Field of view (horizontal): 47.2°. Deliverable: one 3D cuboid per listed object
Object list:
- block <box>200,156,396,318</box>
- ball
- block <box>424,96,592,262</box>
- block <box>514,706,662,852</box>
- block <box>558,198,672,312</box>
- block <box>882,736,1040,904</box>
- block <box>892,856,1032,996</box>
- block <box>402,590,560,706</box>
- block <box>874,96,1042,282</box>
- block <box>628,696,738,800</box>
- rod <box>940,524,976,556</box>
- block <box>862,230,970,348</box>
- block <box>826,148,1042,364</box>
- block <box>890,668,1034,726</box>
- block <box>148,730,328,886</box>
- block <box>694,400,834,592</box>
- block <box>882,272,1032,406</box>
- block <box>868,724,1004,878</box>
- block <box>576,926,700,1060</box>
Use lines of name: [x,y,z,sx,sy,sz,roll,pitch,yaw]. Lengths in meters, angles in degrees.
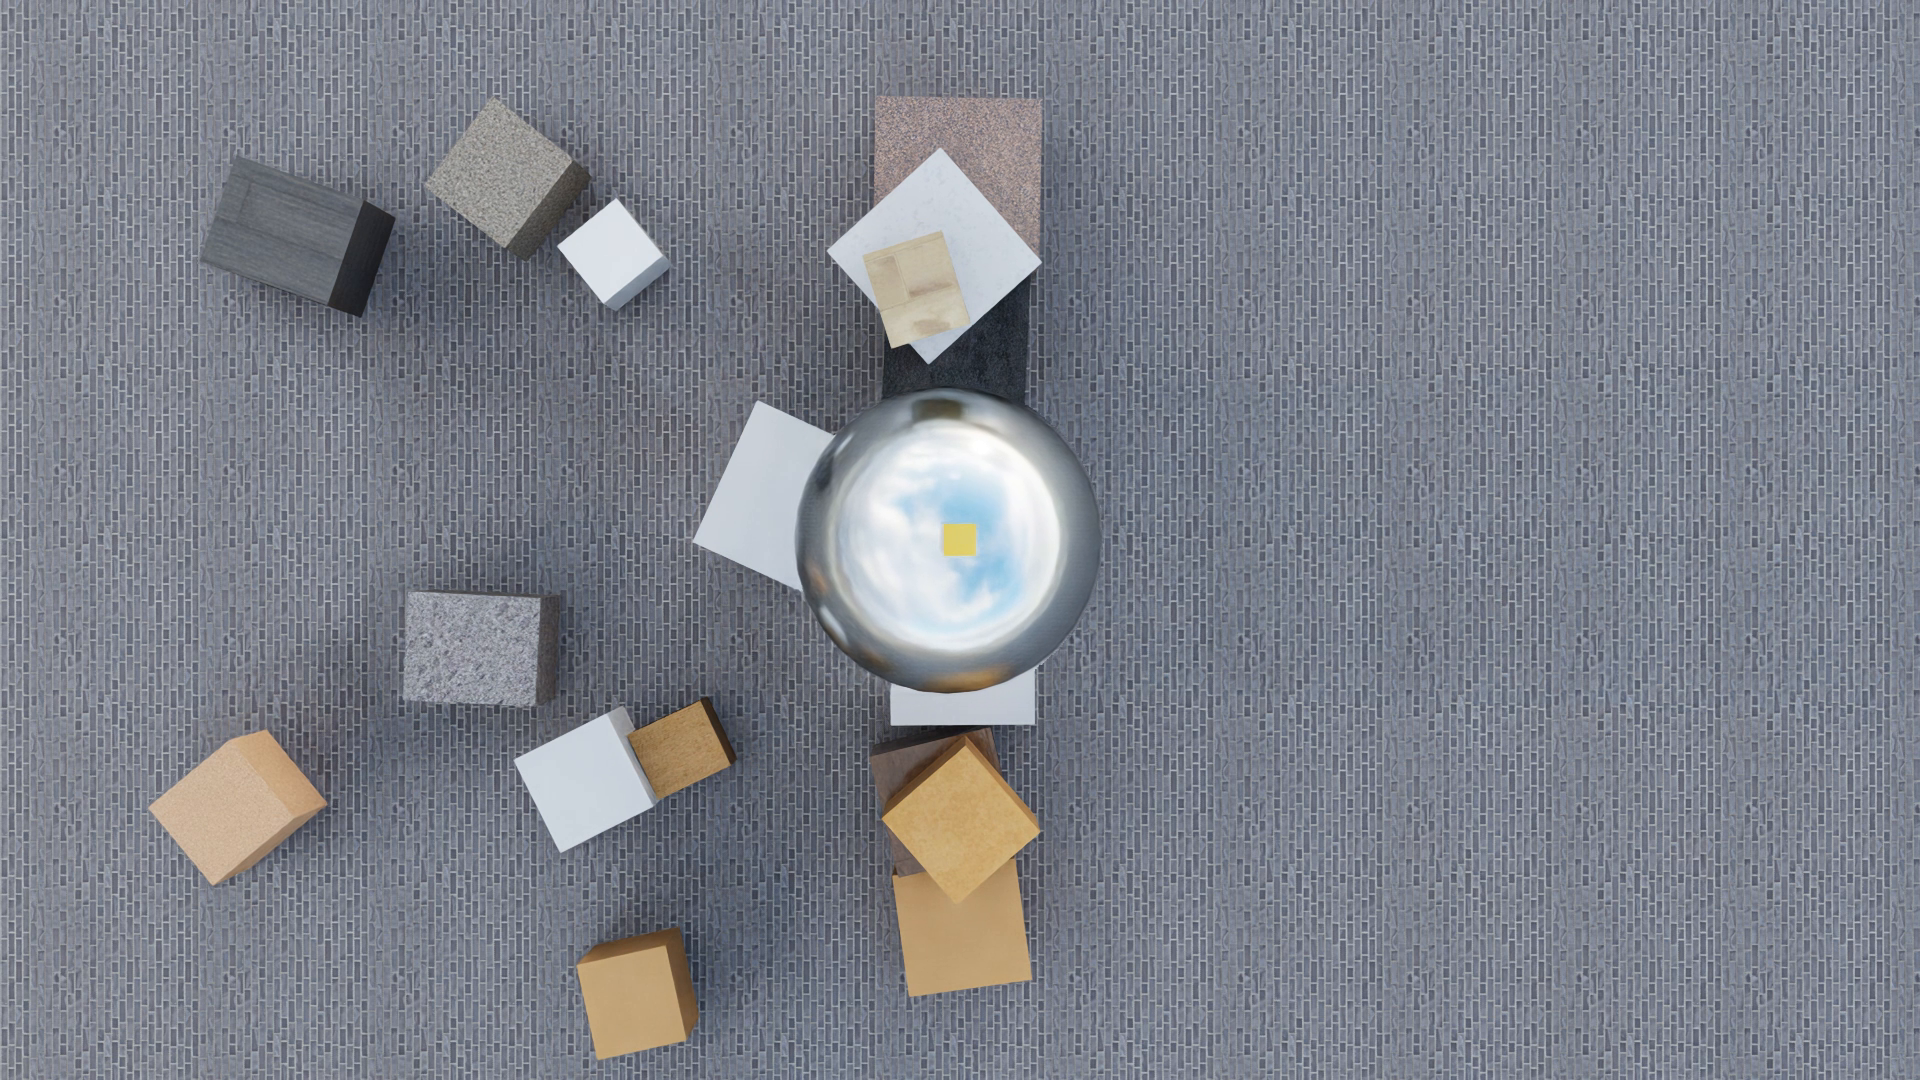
block: [-3.793,-1.732,12.648,0.756,0.703,0.626,19,90,0]
ball: [-0.063,0.000,11.417,1.600,1.600,1.600,0,90,0]
block: [-2.595,-2.068,12.687,0.577,0.626,0.636,38,90,0]
block: [-2.121,1.370,12.692,0.585,0.617,0.586,-27,90,0]
block: [-1.998,-1.650,12.773,0.435,0.454,0.420,-39,90,0]
block: [0.005,1.507,11.936,0.588,0.647,0.604,-41,90,0]
block: [0.012,2.182,12.689,0.699,0.622,0.689,-8,90,0]
block: [-2.751,0.614,12.694,0.747,0.612,0.612,3,90,0]
block: [-0.014,-1.986,12.562,0.918,0.876,0.906,1,90,0]
block: [-1.612,1.206,12.809,0.463,0.382,0.413,-25,90,0]
rod: [-0.027,0.000,8.017,0.080,5.200,0.080,0,90,-1]
block: [-0.216,-1.270,11.121,0.414,0.418,0.483,-17,97,2]
block: [-0.131,-1.509,11.714,0.786,0.820,0.784,-42,95,5]
block: [0.013,0.648,12.629,0.804,0.742,0.766,0,90,0]
block: [-4.149,1.531,12.674,0.598,0.651,0.571,-40,90,0]
block: [-0.964,-0.227,12.607,0.750,0.786,0.865,25,90,0]
block: [-0.022,-1.082,12.596,0.792,0.809,0.878,3,90,0]
block: [-0.086,1.464,12.630,0.697,0.741,0.695,-14,90,0]
block: [-1.849,2.606,12.691,0.514,0.619,0.548,-12,90,0]
